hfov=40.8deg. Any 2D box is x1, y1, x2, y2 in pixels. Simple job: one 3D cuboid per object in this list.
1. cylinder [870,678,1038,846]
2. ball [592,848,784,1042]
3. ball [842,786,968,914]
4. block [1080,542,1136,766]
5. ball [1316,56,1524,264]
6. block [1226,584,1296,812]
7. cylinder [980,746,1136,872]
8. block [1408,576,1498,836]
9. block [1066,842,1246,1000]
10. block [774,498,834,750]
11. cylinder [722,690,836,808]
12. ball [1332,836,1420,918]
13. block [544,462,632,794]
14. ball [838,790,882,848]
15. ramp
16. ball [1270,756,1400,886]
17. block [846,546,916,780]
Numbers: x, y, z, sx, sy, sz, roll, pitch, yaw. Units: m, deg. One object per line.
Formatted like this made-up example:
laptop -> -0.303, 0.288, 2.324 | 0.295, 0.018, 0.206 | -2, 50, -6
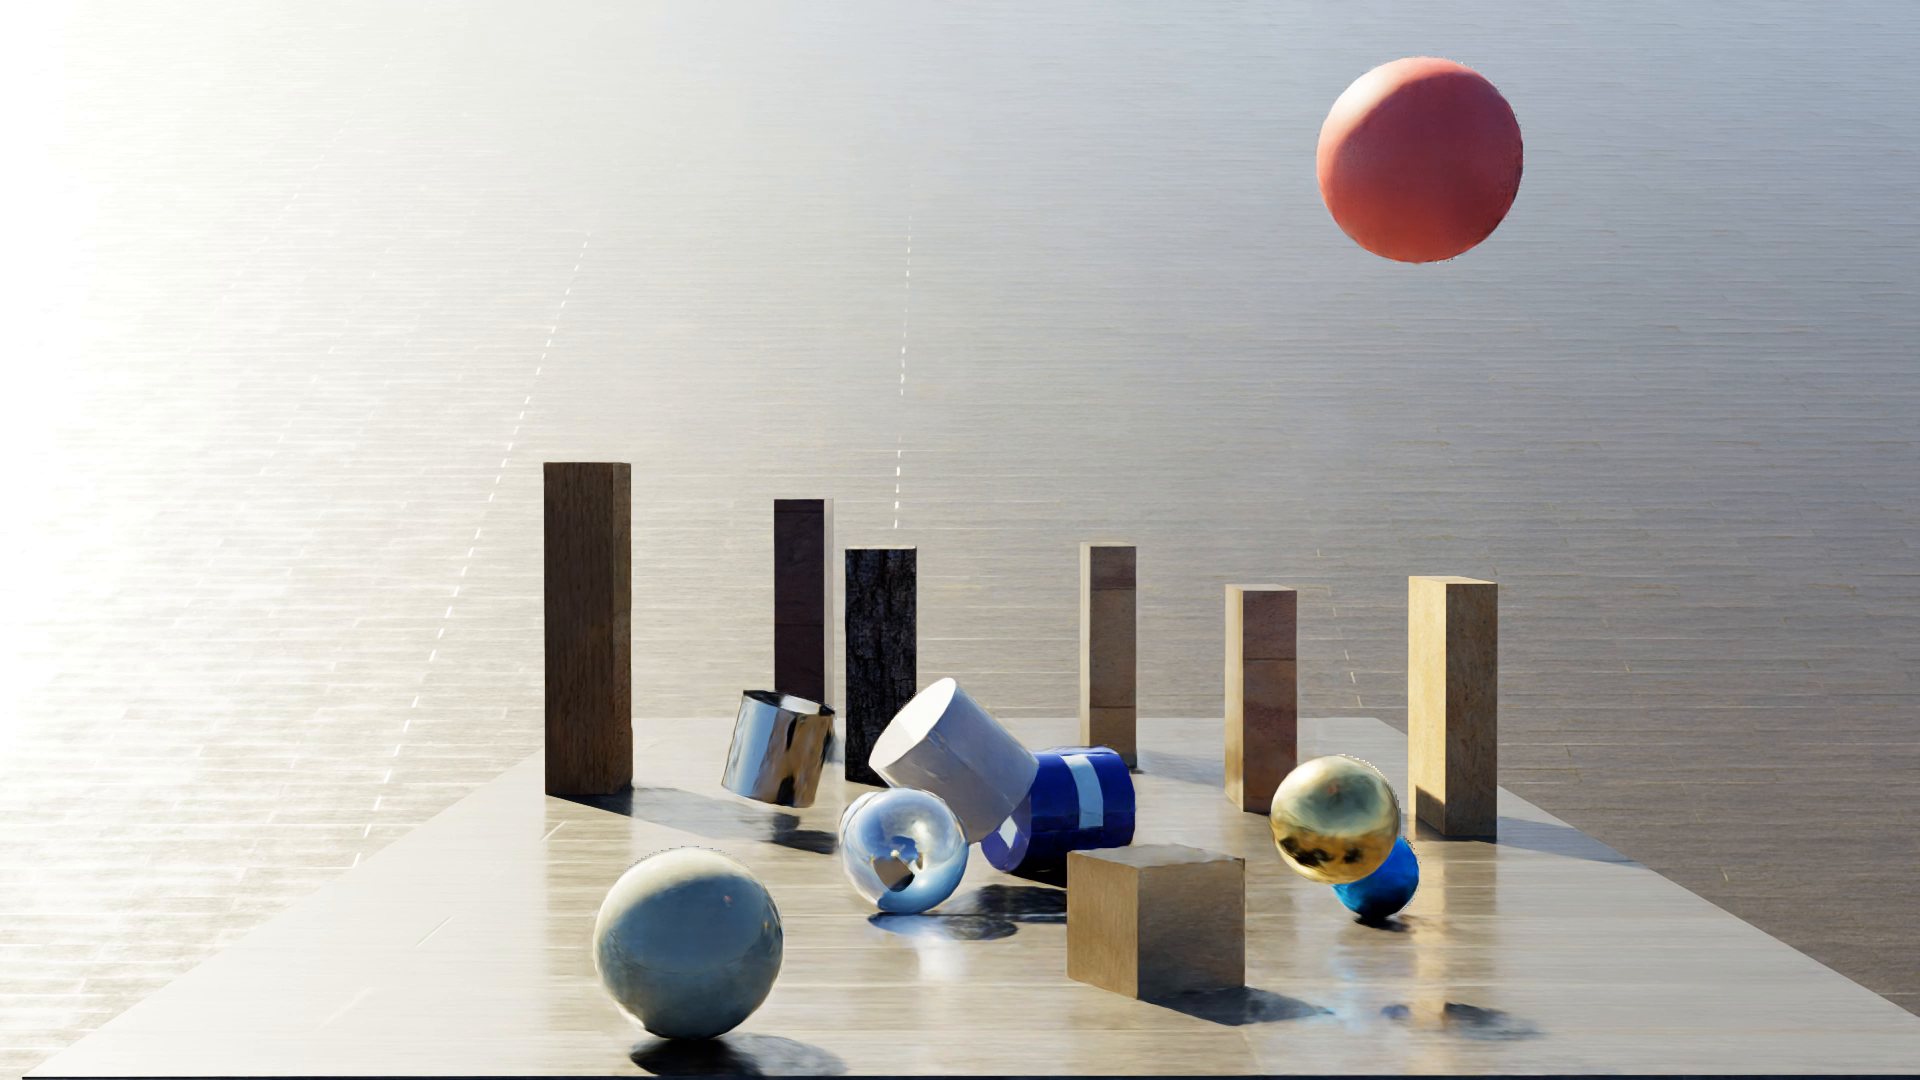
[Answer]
cylinder -> -0.009, 0.329, 3.812 | 0.177, 0.177, 0.177 | -42, 15, 14
ball -> -0.289, 0.431, 2.748 | 0.203, 0.203, 0.203 | 0, 27, 0
ball -> -0.076, 0.428, 3.554 | 0.175, 0.175, 0.175 | 0, 27, 0
block -> 0.322, 0.241, 5.639 | 0.098, 0.463, 0.419 | 0, 1, 0
ball -> 0.460, -0.380, 2.587 | 0.205, 0.205, 0.205 | 0, 27, 0
block -> 0.560, 0.289, 4.817 | 0.098, 0.401, 0.300 | 0, 1, 0
cylinder -> 0.145, 0.414, 3.977 | 0.183, 0.183, 0.183 | 0, 24, -28
block -> 0.861, 0.282, 4.524 | 0.088, 0.426, 0.353 | 0, 1, 0
block -> 0.232, 0.449, 3.062 | 0.152, 0.152, 0.152 | -1, 1, -30
block -> -0.354, 0.187, 5.897 | 0.110, 0.562, 0.445 | 0, 1, 0
cylinder -> -0.310, 0.356, 4.411 | 0.162, 0.162, 0.162 | 13, 5, -1
ball -> 0.567, 0.455, 3.528 | 0.120, 0.120, 0.120 | 0, 27, 0
block -> -0.729, 0.166, 5.071 | 0.133, 0.637, 0.272 | 0, 1, 0
ball -> -0.120, 0.443, 3.906 | 0.130, 0.130, 0.130 | 0, 27, 0
ramp -> 0.060, 0.544, 4.580 | 2.000, 0.100, 4.000 | 0, 1, 0
ball -> 0.439, 0.329, 3.029 | 0.151, 0.151, 0.151 | 0, 27, 0
block -> -0.160, 0.247, 5.318 | 0.138, 0.465, 0.300 | 0, 1, 0
